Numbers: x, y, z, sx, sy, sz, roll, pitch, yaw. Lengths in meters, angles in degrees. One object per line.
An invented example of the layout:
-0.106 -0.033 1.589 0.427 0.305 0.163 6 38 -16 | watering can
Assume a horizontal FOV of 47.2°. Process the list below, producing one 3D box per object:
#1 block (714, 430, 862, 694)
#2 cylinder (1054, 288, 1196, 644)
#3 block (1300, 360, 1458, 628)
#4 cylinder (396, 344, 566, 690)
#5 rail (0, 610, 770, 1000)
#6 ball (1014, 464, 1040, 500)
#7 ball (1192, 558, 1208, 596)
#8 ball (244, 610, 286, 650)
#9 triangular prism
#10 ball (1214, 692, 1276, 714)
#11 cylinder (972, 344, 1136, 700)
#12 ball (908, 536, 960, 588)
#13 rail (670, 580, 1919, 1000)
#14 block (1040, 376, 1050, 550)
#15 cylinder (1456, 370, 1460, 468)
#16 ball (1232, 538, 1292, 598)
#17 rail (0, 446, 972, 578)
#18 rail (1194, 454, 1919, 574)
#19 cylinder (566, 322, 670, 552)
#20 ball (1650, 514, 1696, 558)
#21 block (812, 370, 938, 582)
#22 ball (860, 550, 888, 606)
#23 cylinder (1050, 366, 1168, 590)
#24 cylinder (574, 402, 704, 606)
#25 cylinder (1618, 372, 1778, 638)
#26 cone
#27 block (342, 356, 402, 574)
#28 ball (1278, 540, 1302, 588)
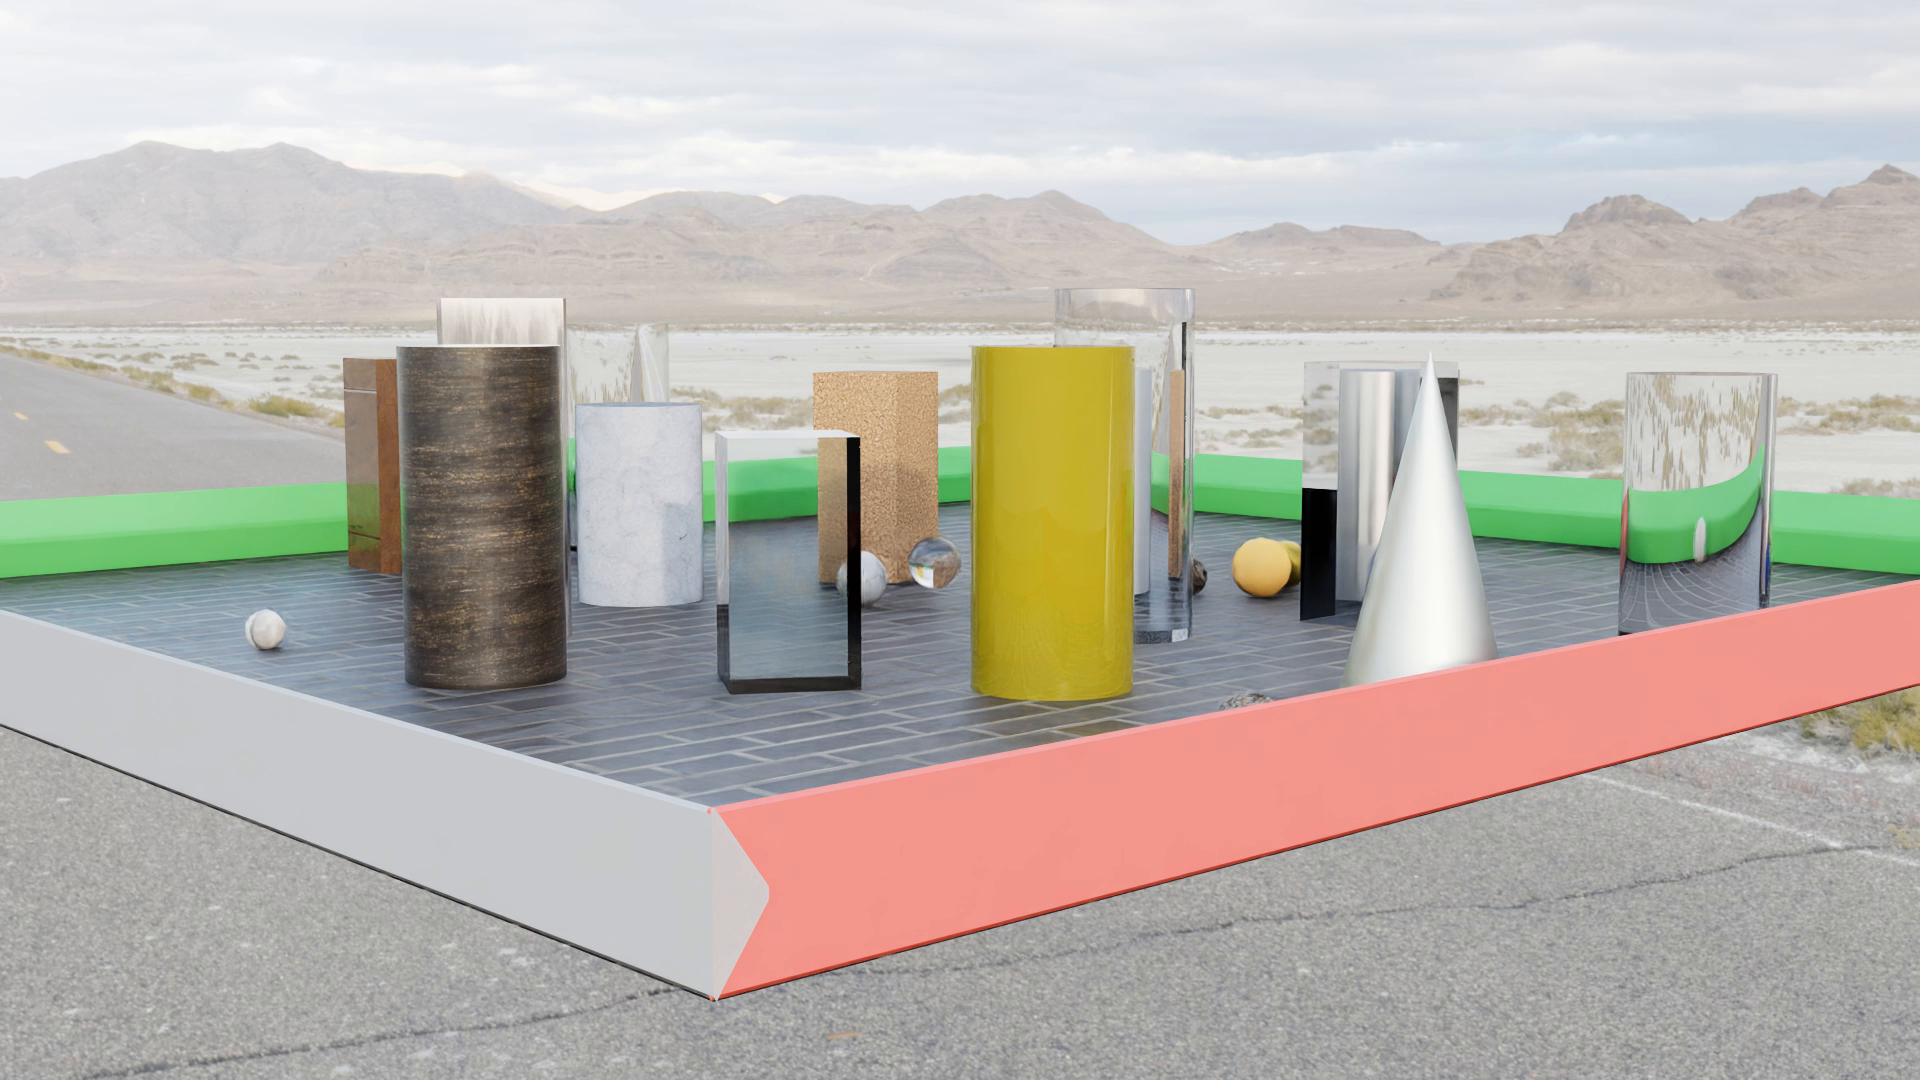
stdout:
-0.206 0.022 2.620 0.154 0.297 0.154 -1 6 -12 | block
0.222 -0.105 2.995 0.192 0.471 0.192 0 6 0 | cylinder
0.595 -0.068 3.127 0.154 0.370 0.154 -6 8 -44 | block
-0.575 -0.033 2.649 0.192 0.400 0.192 0 6 0 | cylinder
-1.031 0.132 2.386 0.045 0.125 2.625 -6 8 -42 | rail
0.169 -0.134 5.123 0.083 0.083 0.083 0 6 0 | ball
0.354 0.057 3.417 0.061 0.061 0.061 0 6 0 | ball
-0.910 0.118 2.881 0.052 0.052 0.052 0 6 0 | ball
-0.631 -0.101 3.019 0.167 0.458 0.144 -2 6 -17 | triangular prism
0.276 0.186 2.090 0.081 0.081 0.081 0 6 0 | ball
0.109 -0.026 2.580 0.192 0.401 0.192 0 6 0 | cylinder
-0.041 0.036 3.504 0.084 0.084 0.084 0 6 0 | ball
0.874 0.132 2.390 2.854 0.125 0.045 -6 8 -42 | rail
0.233 -0.148 4.149 0.154 0.316 0.154 0 6 -1 | block
0.690 -0.095 3.483 0.192 0.349 0.192 0 6 0 | cylinder
0.466 0.043 3.404 0.092 0.092 0.092 0 6 0 | ball
-0.874 -0.067 4.274 2.854 0.125 0.045 -6 8 -42 | rail
1.031 -0.067 4.279 0.045 0.125 2.625 -6 8 -42 | rail
-0.634 -0.192 4.081 0.192 0.417 0.192 0 6 0 | cylinder
1.275 -0.007 3.932 0.080 0.080 0.080 0 6 0 | ball
-0.139 -0.110 3.669 0.154 0.340 0.154 3 7 25 | block
-0.151 0.058 3.296 0.084 0.084 0.084 0 6 0 | ball
0.242 -0.105 3.578 0.192 0.350 0.192 0 6 0 | cylinder
-0.491 -0.059 3.376 0.192 0.299 0.192 0 6 0 | cylinder
0.983 -0.042 2.936 0.192 0.359 0.192 0 6 0 | cylinder
0.529 -0.016 2.494 0.192 0.399 0.192 0 6 0 | cone
-0.957 -0.133 3.793 0.154 0.360 0.154 -4 7 -35 | block
0.520 0.038 3.522 0.076 0.076 0.076 0 6 0 | ball
